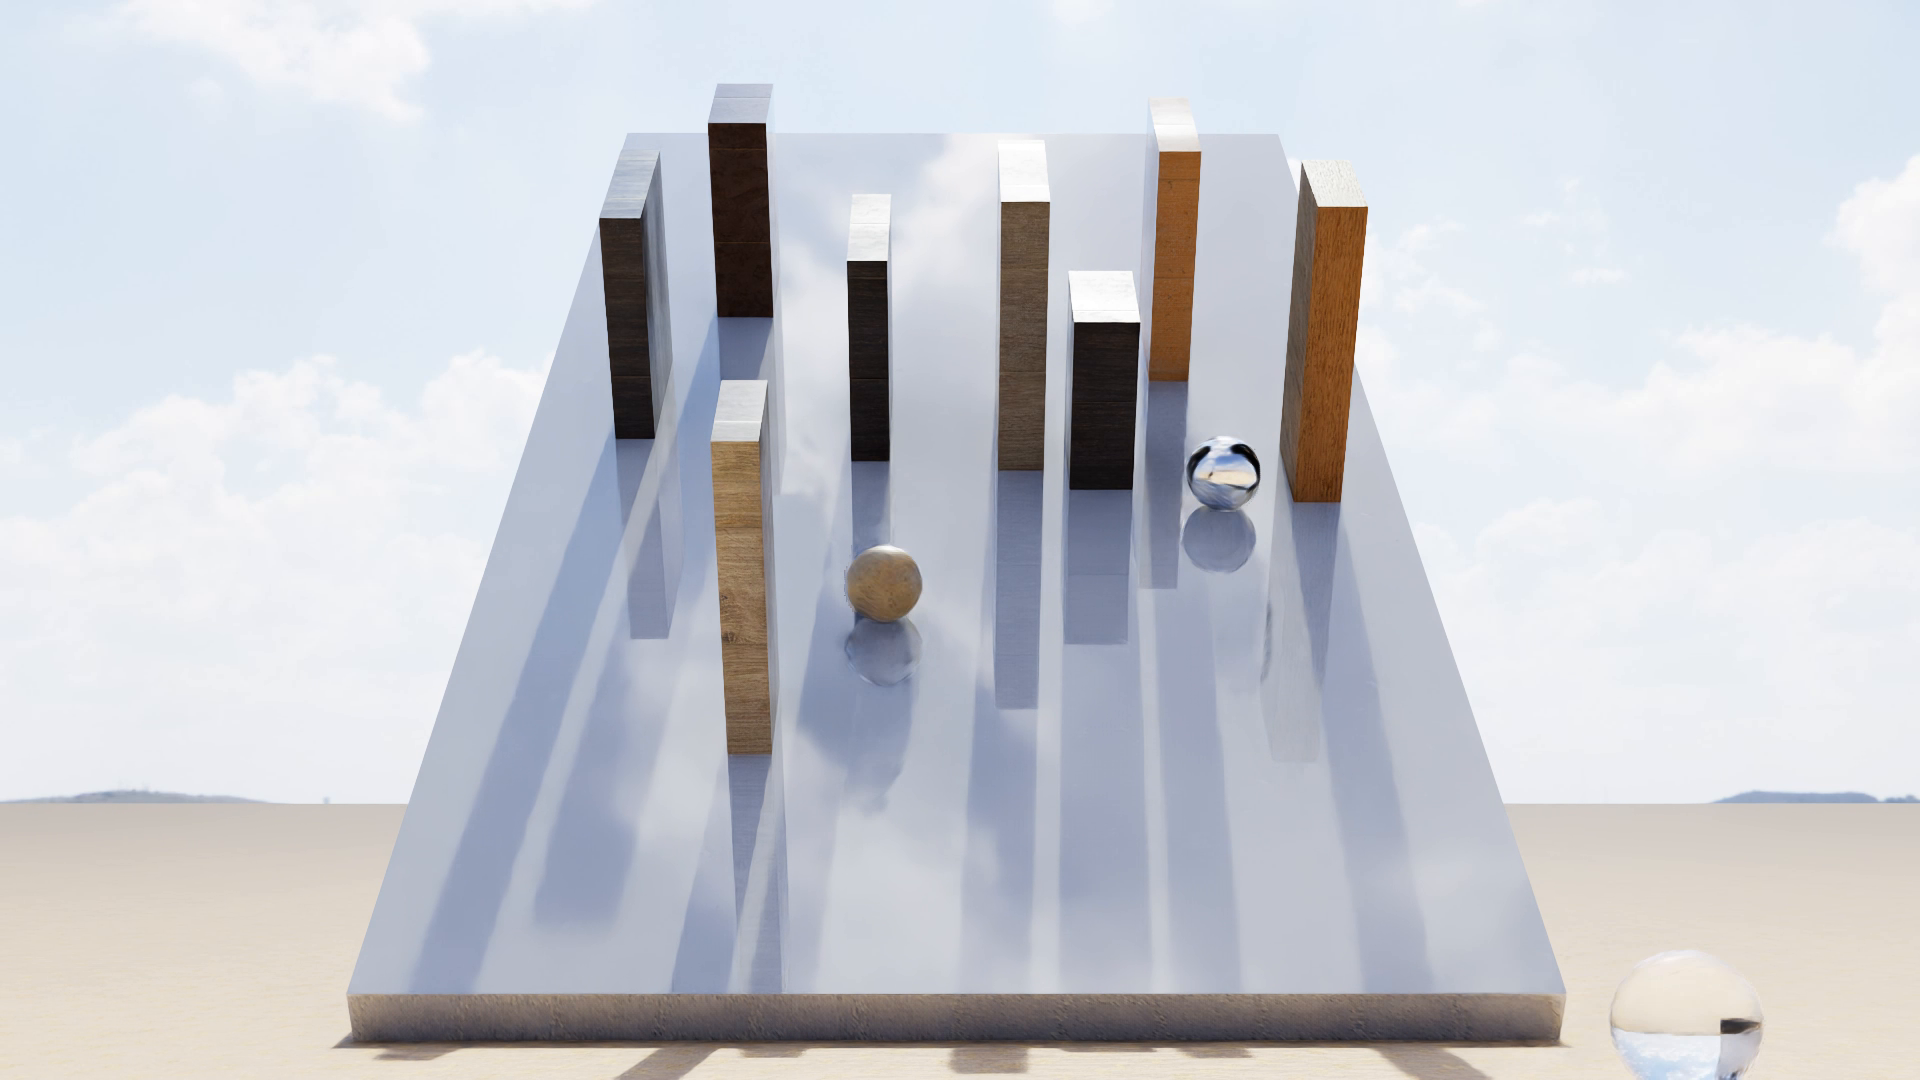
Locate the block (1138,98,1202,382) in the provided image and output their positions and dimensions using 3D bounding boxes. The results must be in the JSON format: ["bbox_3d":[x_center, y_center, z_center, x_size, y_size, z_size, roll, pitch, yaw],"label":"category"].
[{"bbox_3d":[0.513,-0.741,5.940,0.098,0.596,0.371,0,30,0],"label":"block"}]

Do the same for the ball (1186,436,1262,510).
[{"bbox_3d":[0.583,-0.147,5.341,0.165,0.165,0.165,0,-6,0],"label":"ball"}]

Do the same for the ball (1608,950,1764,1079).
[{"bbox_3d":[0.967,0.646,3.216,0.198,0.198,0.198,0,-6,0],"label":"ball"}]

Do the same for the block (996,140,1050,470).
[{"bbox_3d":[0.139,-0.537,5.521,0.105,0.657,0.372,0,30,0],"label":"block"}]

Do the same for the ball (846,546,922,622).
[{"bbox_3d":[-0.155,0.089,4.932,0.157,0.157,0.157,0,-6,0],"label":"ball"}]

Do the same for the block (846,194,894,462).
[{"bbox_3d":[-0.206,-0.495,5.605,0.089,0.500,0.389,0,30,0],"label":"block"}]

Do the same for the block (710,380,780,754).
[{"bbox_3d":[-0.395,0.055,4.481,0.084,0.664,0.242,0,30,0],"label":"block"}]

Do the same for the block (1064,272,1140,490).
[{"bbox_3d":[0.318,-0.362,5.462,0.143,0.415,0.274,0,30,0],"label":"block"}]

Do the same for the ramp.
[{"bbox_3d":[-0.013,-0.211,5.713,2.000,0.100,4.000,0,30,0],"label":"ramp"}]

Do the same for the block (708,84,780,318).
[{"bbox_3d":[-0.555,-0.878,6.240,0.145,0.528,0.293,0,30,0],"label":"block"}]

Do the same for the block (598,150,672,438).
[{"bbox_3d":[-0.760,-0.583,5.700,0.092,0.554,0.427,0,30,0],"label":"block"}]

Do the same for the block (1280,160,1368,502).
[{"bbox_3d":[0.799,-0.458,5.339,0.106,0.707,0.271,0,30,0],"label":"block"}]
